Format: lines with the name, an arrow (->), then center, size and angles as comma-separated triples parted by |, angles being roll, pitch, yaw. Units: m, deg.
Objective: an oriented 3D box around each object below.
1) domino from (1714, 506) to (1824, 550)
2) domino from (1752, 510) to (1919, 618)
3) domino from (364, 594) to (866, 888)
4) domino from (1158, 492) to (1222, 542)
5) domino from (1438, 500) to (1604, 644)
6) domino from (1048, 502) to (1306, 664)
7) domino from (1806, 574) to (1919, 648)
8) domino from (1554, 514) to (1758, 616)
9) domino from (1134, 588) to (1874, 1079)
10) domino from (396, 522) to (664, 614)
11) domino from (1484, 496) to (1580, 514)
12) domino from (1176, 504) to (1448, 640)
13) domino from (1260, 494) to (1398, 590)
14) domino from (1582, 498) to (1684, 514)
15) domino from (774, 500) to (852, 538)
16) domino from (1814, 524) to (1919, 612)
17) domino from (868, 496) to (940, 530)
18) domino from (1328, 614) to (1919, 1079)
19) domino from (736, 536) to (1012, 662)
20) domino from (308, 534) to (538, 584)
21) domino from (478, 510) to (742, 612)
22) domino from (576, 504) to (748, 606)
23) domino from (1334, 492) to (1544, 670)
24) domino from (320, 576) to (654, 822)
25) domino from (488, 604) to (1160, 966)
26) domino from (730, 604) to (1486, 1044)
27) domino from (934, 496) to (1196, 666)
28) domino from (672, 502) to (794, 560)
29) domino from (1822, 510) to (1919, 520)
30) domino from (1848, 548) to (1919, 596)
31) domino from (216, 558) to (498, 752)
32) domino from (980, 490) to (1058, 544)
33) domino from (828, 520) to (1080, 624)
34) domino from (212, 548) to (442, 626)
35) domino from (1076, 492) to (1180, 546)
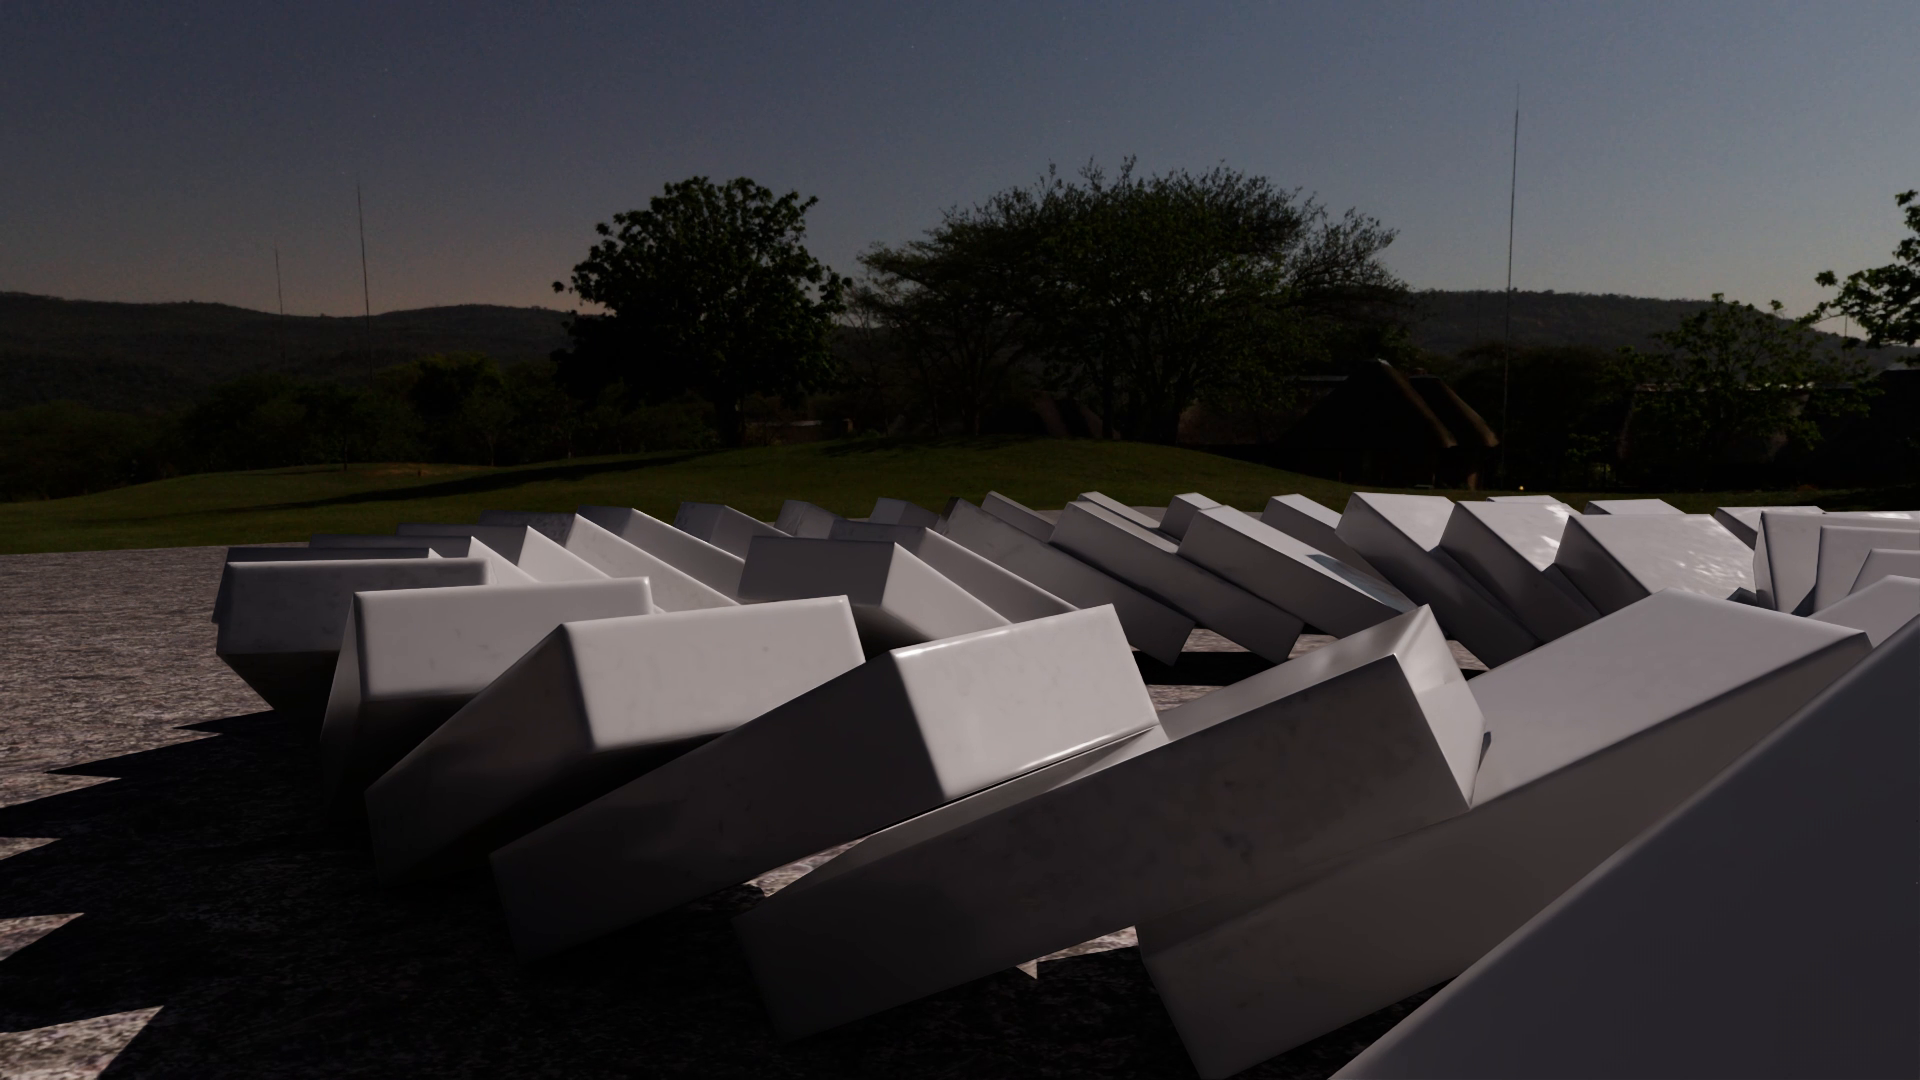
domino -> 0.174, 0.009, 0.251 | 0.025, 0.010, 0.050 | -1, 29, -13
domino -> 0.122, 0.014, 0.170 | 0.025, 0.010, 0.050 | 5, 33, 25
domino -> -0.032, 0.019, 0.115 | 0.025, 0.010, 0.050 | -4, -20, -42
domino -> 0.077, 0.004, 0.321 | 0.050, 0.009, 0.025 | 28, 14, 19
domino -> 0.108, 0.010, 0.221 | 0.025, 0.010, 0.050 | 1, 31, -18
domino -> 0.044, 0.008, 0.255 | 0.050, 0.009, 0.025 | 28, 9, 13
domino -> 0.060, 0.020, 0.098 | 0.050, 0.010, 0.025 | -27, 6, -1
domino -> 0.116, 0.013, 0.196 | 0.025, 0.010, 0.050 | 0, 31, -6
domino -> 0.037, 0.020, 0.095 | 0.050, 0.009, 0.025 | -26, 2, 5
domino -> -0.072, 0.011, 0.224 | 0.025, 0.009, 0.050 | 1, -21, 19
domino -> 0.145, 0.006, 0.291 | 0.025, 0.009, 0.050 | -3, 30, -34
domino -> 0.069, 0.009, 0.248 | 0.050, 0.009, 0.025 | 29, 15, 20
domino -> 0.100, 0.004, 0.314 | 0.050, 0.010, 0.025 | 30, 18, 24
domino -> 0.159, 0.007, 0.272 | 0.025, 0.009, 0.050 | -2, 30, -28
domino -> -0.018, 0.005, 0.304 | 0.050, 0.010, 0.025 | 24, -5, -19
domino -> 0.113, 0.016, 0.149 | 0.025, 0.009, 0.050 | 5, 33, 34
domino -> 0.004, 0.004, 0.313 | 0.050, 0.010, 0.025 | 25, -4, -19
domino -> 0.021, 0.020, 0.034 | 0.050, 0.009, 0.025 | -42, 0, 7
domino -> -0.009, 0.013, 0.201 | 0.025, 0.010, 0.050 | 2, -19, 30
domino -> -0.075, 0.013, 0.200 | 0.025, 0.009, 0.050 | 1, -21, 11
domino -> -0.067, 0.009, 0.248 | 0.025, 0.010, 0.050 | 3, -21, 32
domino -> -0.055, 0.007, 0.272 | 0.050, 0.010, 0.025 | 29, -15, -37
domino -> 0.096, 0.008, 0.241 | 0.025, 0.010, 0.050 | 1, 31, -27
domino -> -0.050, 0.018, 0.132 | 0.025, 0.010, 0.050 | -3, -21, -31
domino -> -0.012, 0.020, 0.100 | 0.050, 0.009, 0.025 | -29, -14, 37
domino -> 0.011, 0.020, 0.093 | 0.050, 0.010, 0.025 | -27, -7, 23
domino -> 0.019, 0.007, 0.250 | 0.050, 0.010, 0.025 | 28, 0, -5
domino -> -0.038, 0.006, 0.288 | 0.050, 0.010, 0.025 | 27, -11, -31
domino -> 0.181, 0.011, 0.228 | 0.025, 0.010, 0.050 | -1, 29, -12
domino -> 0.099, 0.018, 0.127 | 0.025, 0.010, 0.050 | 5, 32, 47
domino -> -0.066, 0.016, 0.152 | 0.025, 0.010, 0.050 | -1, -22, -14
domino -> 0.028, 0.003, 0.324 | 0.050, 0.010, 0.025 | 26, 5, 2
domino -> 0.002, 0.011, 0.226 | 0.050, 0.009, 0.025 | 28, -15, -38
domino -> -0.075, 0.014, 0.176 | 0.025, 0.010, 0.050 | 0, -21, 4
domino -> 0.053, 0.003, 0.326 | 0.050, 0.010, 0.025 | 27, 10, 12
